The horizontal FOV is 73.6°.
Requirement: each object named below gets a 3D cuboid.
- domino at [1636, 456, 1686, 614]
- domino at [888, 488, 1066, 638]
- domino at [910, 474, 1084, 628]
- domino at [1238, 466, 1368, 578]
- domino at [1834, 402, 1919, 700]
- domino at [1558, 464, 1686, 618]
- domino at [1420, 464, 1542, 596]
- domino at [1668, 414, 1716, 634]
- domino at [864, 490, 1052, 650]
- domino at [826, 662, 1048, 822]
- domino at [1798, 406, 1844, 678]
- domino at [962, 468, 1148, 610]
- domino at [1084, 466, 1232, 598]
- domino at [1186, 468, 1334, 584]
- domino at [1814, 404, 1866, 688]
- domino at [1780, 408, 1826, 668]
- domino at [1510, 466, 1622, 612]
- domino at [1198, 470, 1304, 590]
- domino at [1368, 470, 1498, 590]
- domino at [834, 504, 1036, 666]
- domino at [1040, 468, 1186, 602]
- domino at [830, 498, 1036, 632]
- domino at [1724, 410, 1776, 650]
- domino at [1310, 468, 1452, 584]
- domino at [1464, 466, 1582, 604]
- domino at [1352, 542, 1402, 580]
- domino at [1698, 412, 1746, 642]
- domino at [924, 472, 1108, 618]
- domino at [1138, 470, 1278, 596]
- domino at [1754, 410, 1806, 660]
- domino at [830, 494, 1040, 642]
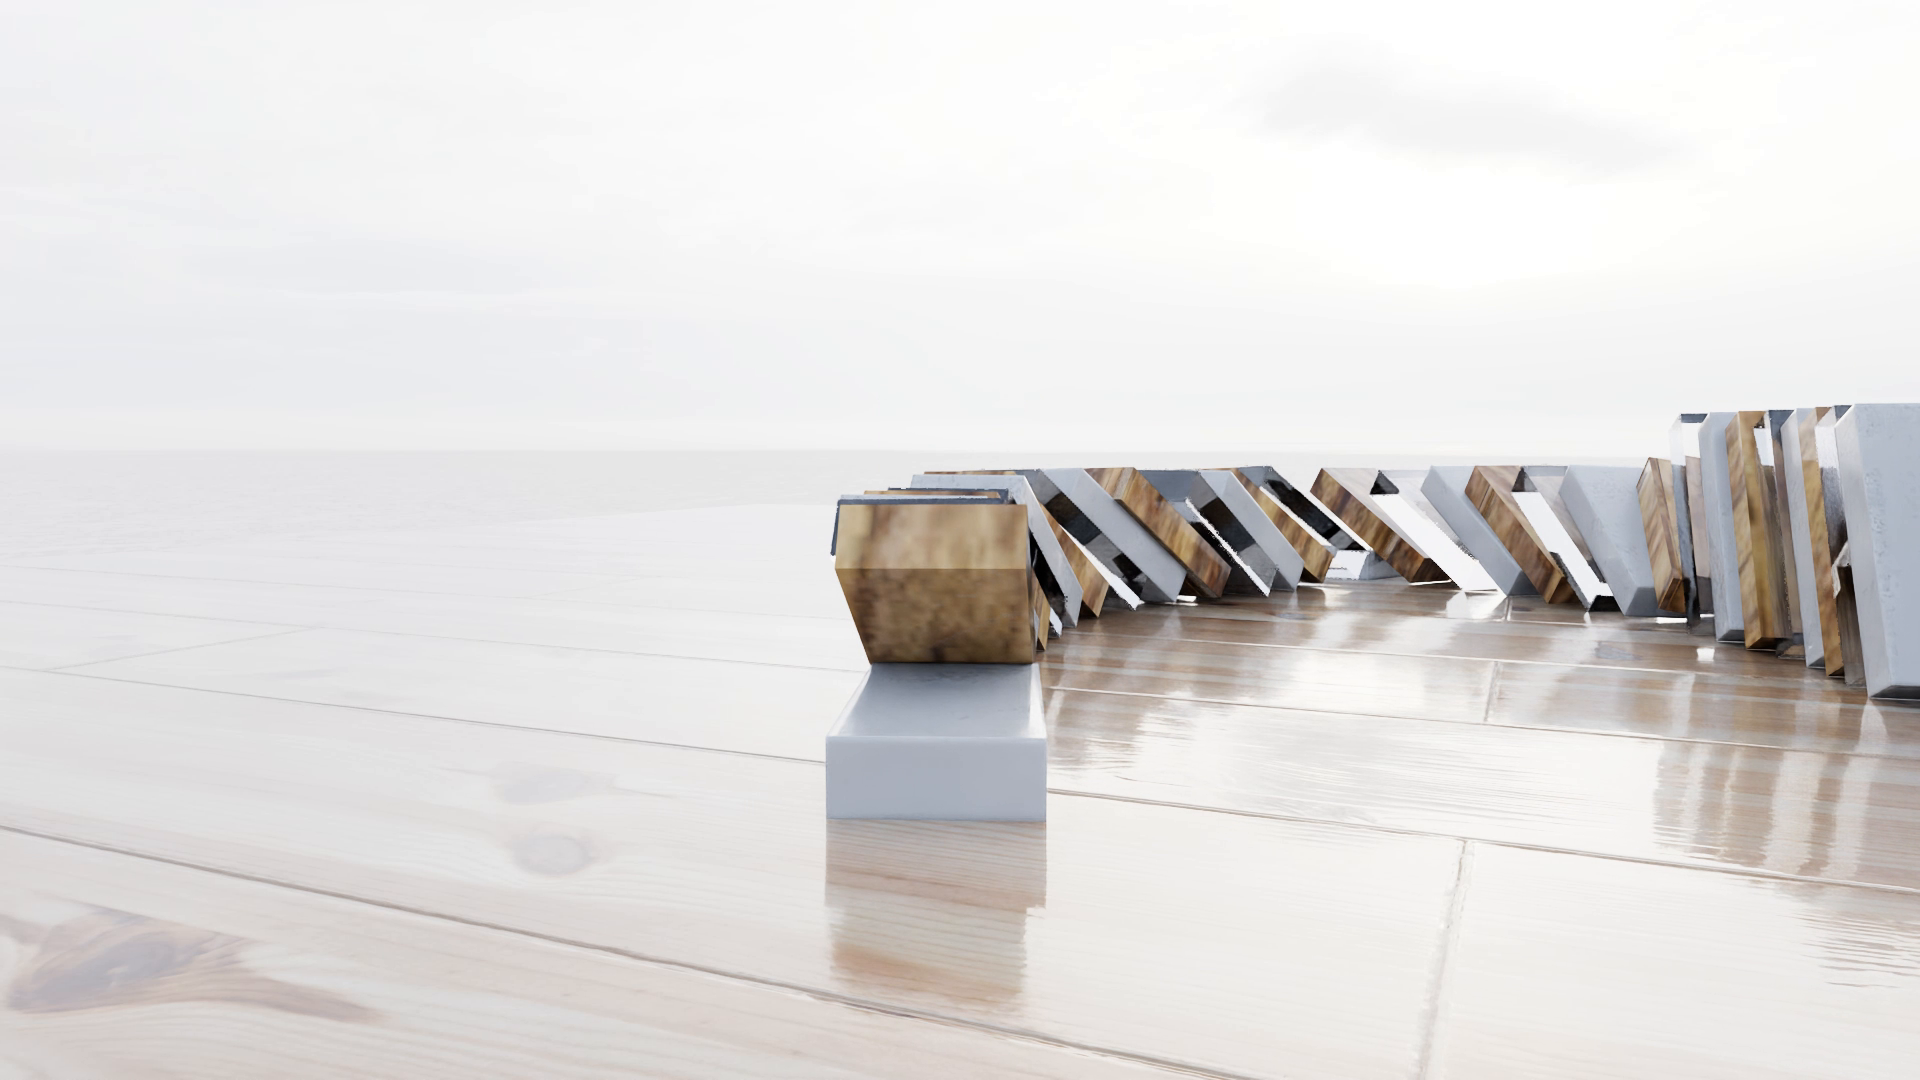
[{"bbox_3d":[0.181,0.000,0.311,0.025,0.010,0.050,11,40,13],"label":"domino"},{"bbox_3d":[0.004,0.006,0.267,0.025,0.009,0.050,2,-27,19],"label":"domino"},{"bbox_3d":[0.009,0.003,0.285,0.025,0.009,0.050,2,-30,23],"label":"domino"},{"bbox_3d":[0.099,-0.005,0.393,0.050,0.010,0.025,35,-18,-28],"label":"domino"},{"bbox_3d":[0.166,0.002,0.216,0.025,0.050,0.010,1,-20,15],"label":"domino"},{"bbox_3d":[0.174,0.000,0.326,0.025,0.009,0.050,2,39,1],"label":"domino"},{"bbox_3d":[0.160,-0.004,0.377,0.025,0.010,0.050,-1,39,-15],"label":"domino"},{"bbox_3d":[0.176,-0.004,0.288,0.025,0.050,0.009,1,-20,13],"label":"domino"},{"bbox_3d":[0.000,0.007,0.248,0.025,0.009,0.050,1,-27,17],"label":"domino"},{"bbox_3d":[-0.002,0.025,0.170,0.025,0.009,0.050,0,4,2],"label":"domino"},{"bbox_3d":[0.172,0.000,0.235,0.025,0.050,0.009,1,-20,15],"label":"domino"},{"bbox_3d":[0.022,0.000,0.319,0.025,0.009,0.050,2,-30,44],"label":"domino"},{"bbox_3d":[0.048,-0.001,0.342,0.025,0.009,0.050,2,-30,46],"label":"domino"},{"bbox_3d":[0.086,-0.004,0.382,0.050,0.009,0.025,36,-19,-31],"label":"domino"},{"bbox_3d":[0.169,0.001,0.226,0.025,0.050,0.009,1,-20,15],"label":"domino"},{"bbox_3d":[0.175,-0.001,0.245,0.025,0.050,0.009,1,-20,15],"label":"domino"},{"bbox_3d":[0.170,-0.001,0.342,0.025,0.009,0.050,0,39,-4],"label":"domino"},{"bbox_3d":[0.076,-0.003,0.365,0.025,0.009,0.050,4,-27,43],"label":"domino"},{"bbox_3d":[0.151,-0.004,0.394,0.025,0.009,0.050,-2,36,-21],"label":"domino"},{"bbox_3d":[-0.002,0.011,0.191,0.025,0.009,0.050,0,-27,5],"label":"domino"},{"bbox_3d":[0.034,-0.001,0.332,0.025,0.010,0.050,1,-30,47],"label":"domino"},{"bbox_3d":[-0.003,0.010,0.209,0.025,0.009,0.050,0,-27,9],"label":"domino"},{"bbox_3d":[0.177,-0.002,0.266,0.025,0.050,0.009,1,-20,15],"label":"domino"},{"bbox_3d":[0.138,-0.006,0.410,0.025,0.010,0.050,-2,36,-30],"label":"domino"},{"bbox_3d":[0.166,-0.003,0.360,0.025,0.009,0.050,-1,39,-10],"label":"domino"},{"bbox_3d":[0.121,0.006,0.427,0.025,0.010,0.050,-3,6,-39],"label":"domino"},{"bbox_3d":[0.177,-0.003,0.277,0.025,0.050,0.009,1,-20,15],"label":"domino"},{"bbox_3d":[0.013,0.001,0.304,0.025,0.010,0.050,2,-30,37],"label":"domino"},{"bbox_3d":[0.064,-0.002,0.352,0.025,0.009,0.050,4,-28,43],"label":"domino"},{"bbox_3d":[0.176,-0.001,0.256,0.025,0.050,0.009,1,-20,15],"label":"domino"},{"bbox_3d":[-0.003,0.008,0.230,0.025,0.009,0.050,1,-27,15],"label":"domino"}]
